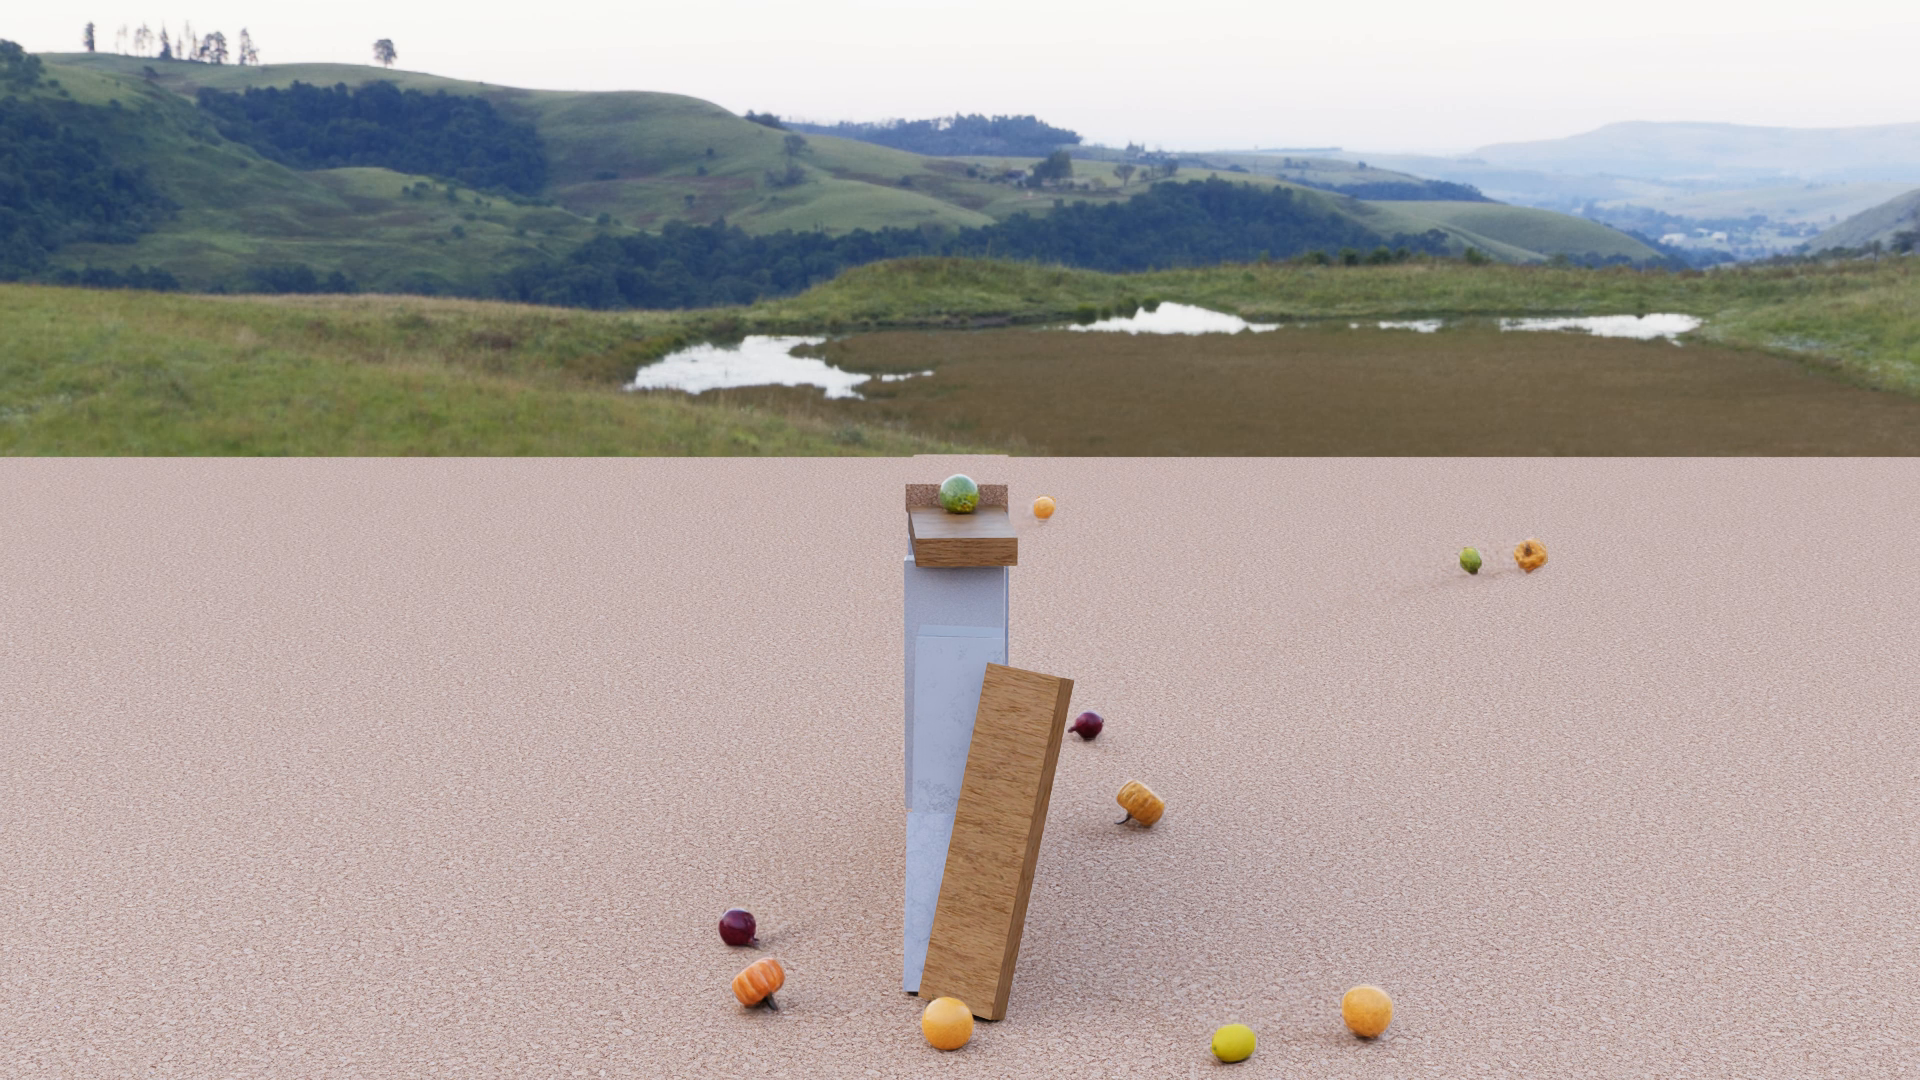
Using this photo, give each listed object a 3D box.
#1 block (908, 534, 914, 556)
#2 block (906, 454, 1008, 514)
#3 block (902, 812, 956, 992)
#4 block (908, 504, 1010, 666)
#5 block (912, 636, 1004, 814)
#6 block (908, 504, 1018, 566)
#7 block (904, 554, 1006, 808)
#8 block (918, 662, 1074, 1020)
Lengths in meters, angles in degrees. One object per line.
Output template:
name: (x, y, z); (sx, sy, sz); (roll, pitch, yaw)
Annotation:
block: (-0.007, 0.141, 3.505); (0.149, 0.299, 0.042); (0, 10, 1)
block: (-0.002, -0.096, 3.681); (0.164, 0.046, 0.328); (0, 11, 1)
block: (-0.015, 0.535, 3.251); (0.130, 0.260, 0.037); (1, -4, 5)
block: (-0.002, 0.107, 3.610); (0.164, 0.328, 0.046); (0, 11, 2)
block: (-0.003, 0.275, 3.268); (0.130, 0.260, 0.037); (1, -2, 1)
block: (0.001, -0.009, 3.373); (0.149, 0.042, 0.299); (-1, 10, -3)
block: (-0.008, 0.217, 3.328); (0.149, 0.385, 0.042); (1, 10, 3)
block: (0.052, 0.433, 3.185); (0.130, 0.495, 0.037); (10, -4, 35)
